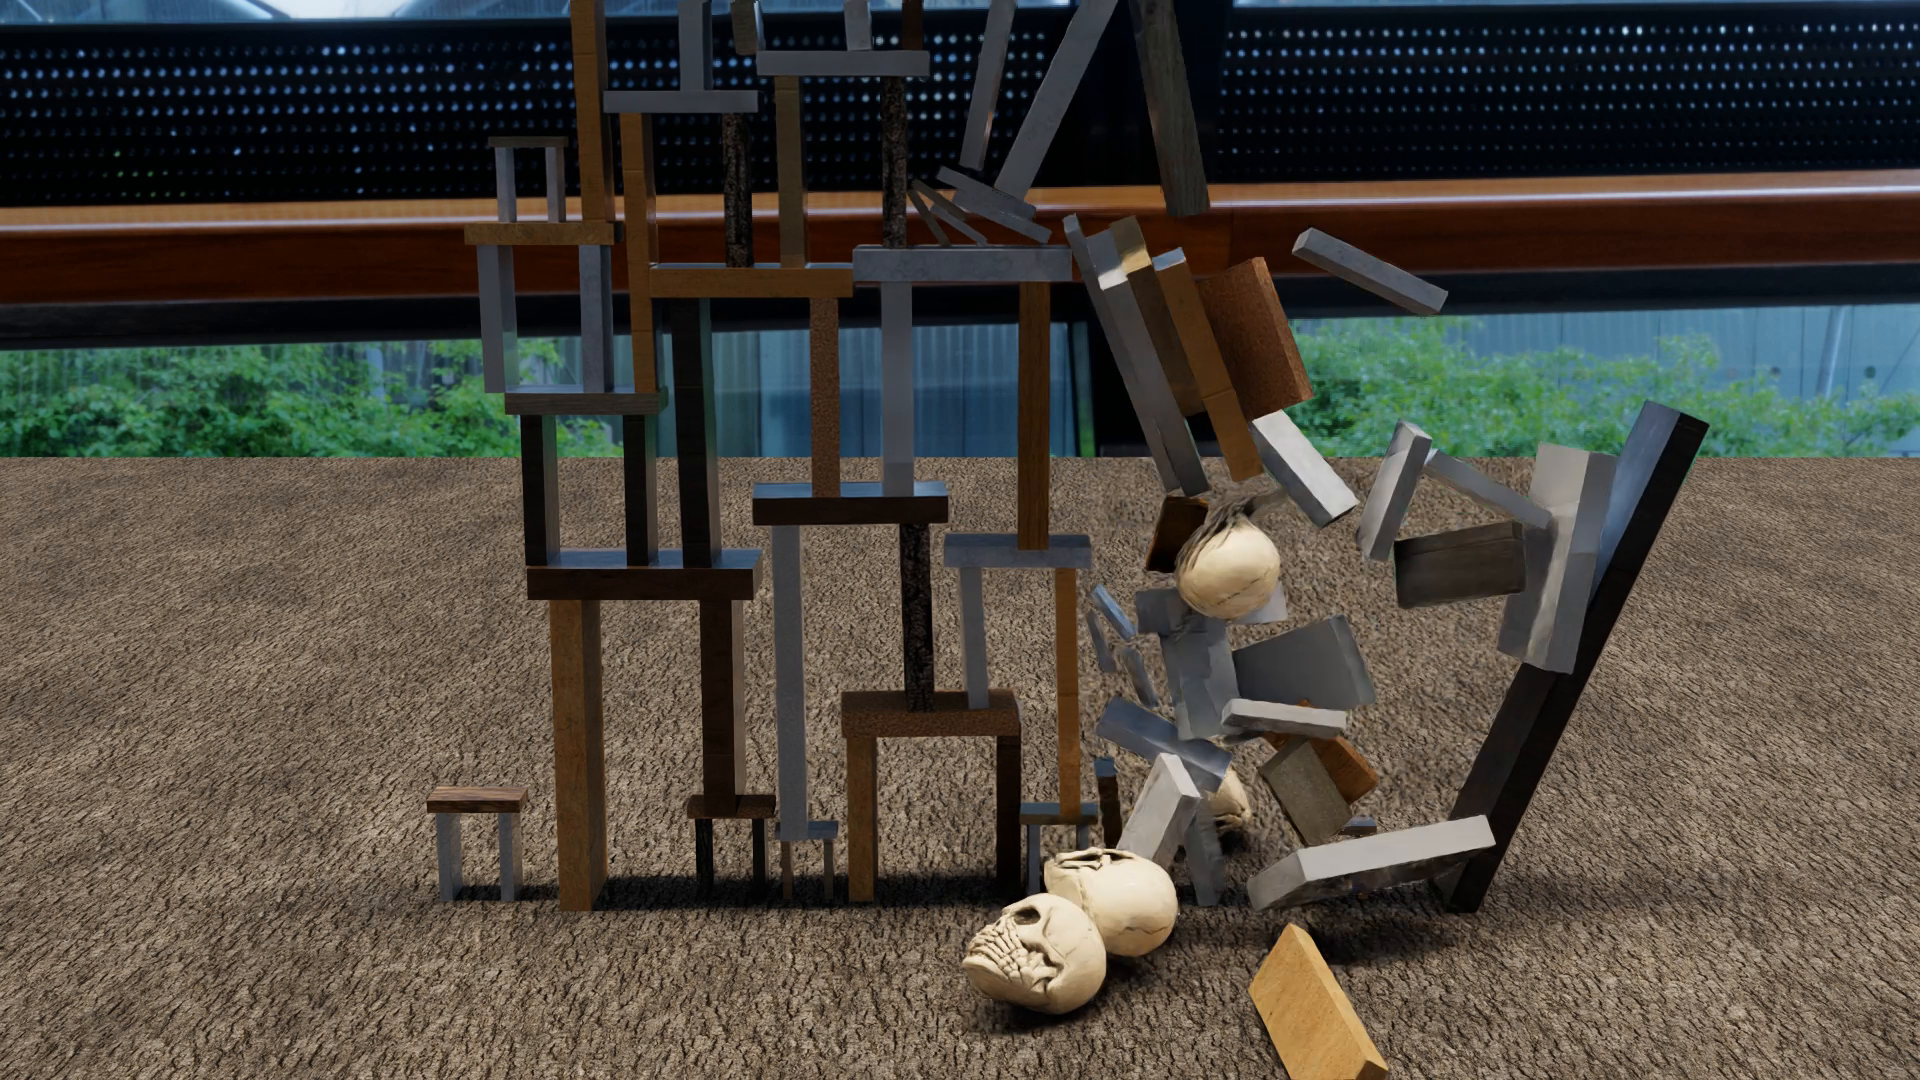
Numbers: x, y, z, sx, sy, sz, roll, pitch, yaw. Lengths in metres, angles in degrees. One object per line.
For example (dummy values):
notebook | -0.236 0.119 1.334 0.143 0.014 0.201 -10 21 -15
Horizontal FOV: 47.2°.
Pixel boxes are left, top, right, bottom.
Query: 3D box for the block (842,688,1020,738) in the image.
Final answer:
block | -0.052 0.285 3.626 0.287 0.041 0.144 -1 11 -3

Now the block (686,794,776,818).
block | -0.378 0.442 3.645 0.140 0.020 0.070 0 10 0

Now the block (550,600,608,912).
block | -0.627 0.334 3.627 0.051 0.518 0.179 0 11 0

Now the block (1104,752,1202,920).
block | 0.300 0.463 3.440 0.033 0.234 0.117 13 24 -20

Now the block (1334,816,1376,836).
block | 0.632 0.474 3.650 0.110 0.016 0.055 0 11 0

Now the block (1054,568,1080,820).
block | 0.177 0.239 3.607 0.033 0.418 0.118 -1 11 4

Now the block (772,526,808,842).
block | -0.277 0.219 3.600 0.044 0.520 0.155 -1 11 -3

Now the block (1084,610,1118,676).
block | 0.230 0.169 3.598 0.014 0.101 0.050 -22 -17 11

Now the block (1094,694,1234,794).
block | 0.333 0.332 3.592 0.219 0.031 0.109 27 21 8

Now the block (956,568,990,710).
block | 0.021 0.148 3.605 0.033 0.236 0.118 -4 11 -3

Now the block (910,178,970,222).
block | -0.033 -0.536 3.468 0.102 0.014 0.051 34 6 -8

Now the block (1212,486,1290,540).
block | 0.483 -0.043 3.662 0.071 0.020 0.141 -21 -12 -28

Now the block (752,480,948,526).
block | -0.178 -0.060 3.554 0.310 0.044 0.155 -1 11 -4

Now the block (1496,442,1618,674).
block | 0.955 0.025 3.525 0.049 0.349 0.175 9 6 -12

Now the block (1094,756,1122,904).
block | 0.252 0.481 3.649 0.031 0.219 0.109 -7 10 1

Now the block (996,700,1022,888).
block | 0.083 0.430 3.744 0.041 0.287 0.144 0 11 1

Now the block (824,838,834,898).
block | -0.217 0.540 3.659 0.015 0.103 0.051 0 11 0

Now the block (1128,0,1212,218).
block | 0.327 -0.690 3.456 0.051 0.358 0.179 -11 9 2

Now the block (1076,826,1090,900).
block | 0.204 0.527 3.656 0.018 0.128 0.064 0 11 1

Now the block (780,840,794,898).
block | -0.287 0.539 3.659 0.015 0.103 0.051 -1 11 0

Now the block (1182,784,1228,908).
block | 0.395 0.482 3.632 0.031 0.219 0.109 -11 10 19

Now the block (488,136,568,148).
block | -0.676 -0.624 3.445 0.116 0.016 0.058 0 11 -1

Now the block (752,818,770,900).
block | -0.331 0.520 3.659 0.020 0.140 0.070 0 10 0

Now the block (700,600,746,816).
block | -0.388 0.255 3.613 0.051 0.358 0.179 0 10 0

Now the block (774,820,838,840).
block | -0.255 0.481 3.648 0.103 0.015 0.051 -1 11 0

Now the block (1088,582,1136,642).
block | 0.251 0.119 3.608 0.014 0.101 0.050 -38 1 18

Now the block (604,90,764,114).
block | -0.429 -0.684 3.435 0.237 0.034 0.118 0 11 0

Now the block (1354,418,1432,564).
block | 0.691 -0.079 3.514 0.030 0.211 0.106 16 15 -8

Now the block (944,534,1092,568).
block | 0.093 0.017 3.568 0.236 0.033 0.118 0 11 1

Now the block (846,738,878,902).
block | -0.162 0.443 3.676 0.041 0.287 0.144 0 11 1

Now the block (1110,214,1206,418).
block | 0.319 -0.357 3.527 0.043 0.302 0.151 -20 39 8

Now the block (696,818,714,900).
block | -0.425 0.520 3.659 0.020 0.140 0.070 0 11 0

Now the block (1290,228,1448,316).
block | 0.653 -0.428 3.518 0.239 0.034 0.120 25 2 -2

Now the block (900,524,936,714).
block | -0.071 0.112 3.595 0.044 0.310 0.155 -2 11 -3

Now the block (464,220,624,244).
block | -0.654 -0.485 3.471 0.231 0.033 0.116 0 11 -1

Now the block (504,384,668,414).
block | -0.595 -0.225 3.520 0.242 0.034 0.121 0 11 0

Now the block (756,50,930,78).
block | -0.179 -0.740 3.421 0.264 0.037 0.132 0 11 0

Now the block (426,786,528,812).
block | -0.798 0.430 3.639 0.152 0.022 0.076 0 11 0

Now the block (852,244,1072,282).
block | 0.004 -0.440 3.485 0.339 0.048 0.170 0 11 1

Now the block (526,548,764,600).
block | -0.507 0.054 3.575 0.358 0.051 0.179 0 11 0

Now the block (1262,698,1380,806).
block | 0.585 0.351 3.564 0.089 0.178 0.025 -43 0 25

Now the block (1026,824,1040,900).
block | 0.122 0.527 3.656 0.018 0.128 0.064 0 11 -2

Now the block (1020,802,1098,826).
block | 0.164 0.454 3.647 0.128 0.018 0.064 0 10 4

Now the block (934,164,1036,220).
block | 0.039 -0.548 3.470 0.163 0.023 0.081 23 9 -7

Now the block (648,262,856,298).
block | -0.324 -0.412 3.483 0.315 0.045 0.157 0 11 0
